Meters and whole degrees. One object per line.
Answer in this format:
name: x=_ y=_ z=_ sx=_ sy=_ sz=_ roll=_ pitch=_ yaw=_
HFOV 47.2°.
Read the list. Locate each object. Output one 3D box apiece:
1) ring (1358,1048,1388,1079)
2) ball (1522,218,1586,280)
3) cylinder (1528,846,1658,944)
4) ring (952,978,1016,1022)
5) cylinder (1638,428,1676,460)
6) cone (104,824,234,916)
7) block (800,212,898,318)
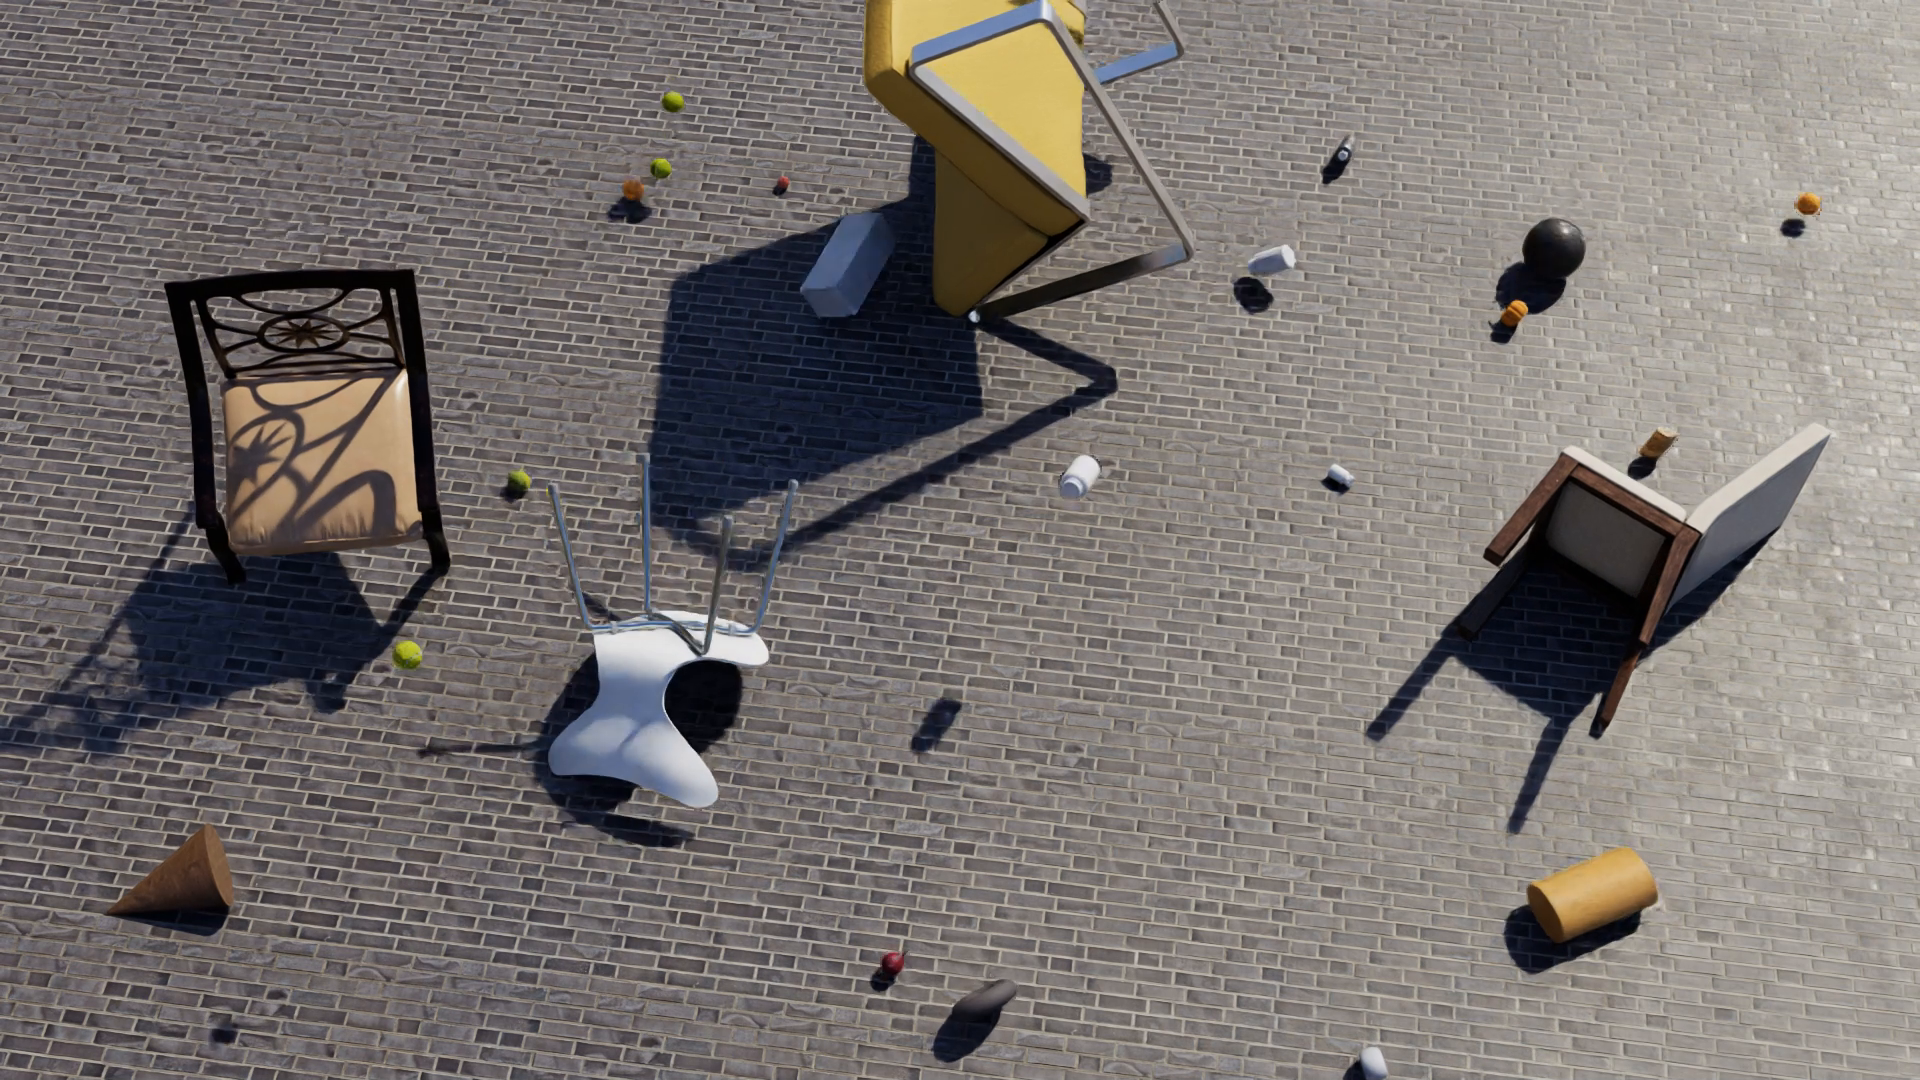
ring: x=1.056 y=1.340 z=5.619 sx=0.057 sy=0.101 sz=0.083 roll=-18 pitch=97 yaw=5
ball: x=1.914 y=-0.936 z=7.083 sx=0.197 sy=0.197 sz=0.197 roll=0 pitch=56 yaw=0
cylinder: x=1.685 y=0.946 z=5.859 sx=0.290 sy=0.133 sz=0.173 roll=-19 pitch=55 yaw=-12
ring: x=0.063 y=1.191 z=5.692 sx=0.184 sy=0.155 sz=0.055 roll=-27 pitch=86 yaw=-8
cylinder: x=2.125 y=-0.293 z=6.696 sx=0.081 sy=0.095 sz=0.044 roll=7 pitch=41 yaw=-30
cone: x=-2.145 y=0.939 z=5.904 sx=0.337 sy=0.132 sz=0.260 roll=-24 pitch=58 yaw=-2
block: x=-0.354 y=-0.882 z=7.055 sx=0.152 sy=0.126 sz=0.340 roll=0 pitch=50 yaw=37
